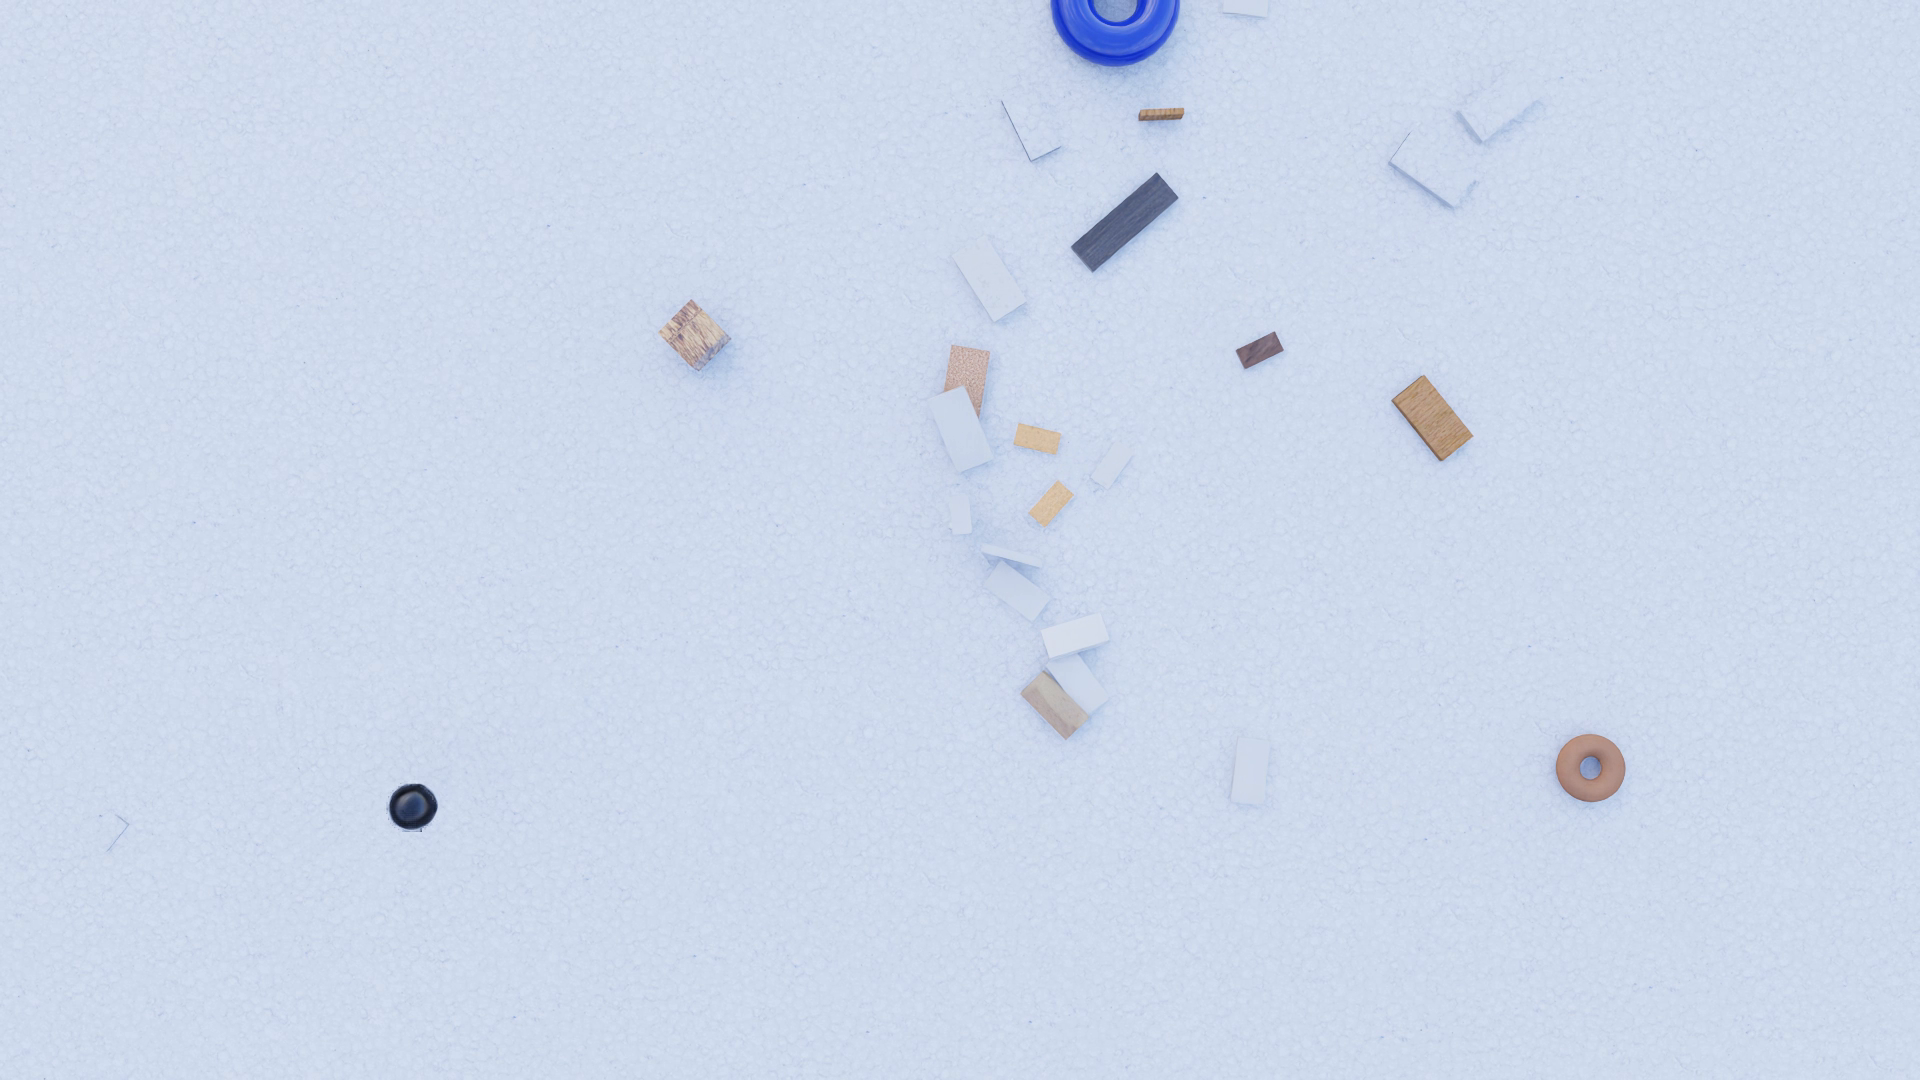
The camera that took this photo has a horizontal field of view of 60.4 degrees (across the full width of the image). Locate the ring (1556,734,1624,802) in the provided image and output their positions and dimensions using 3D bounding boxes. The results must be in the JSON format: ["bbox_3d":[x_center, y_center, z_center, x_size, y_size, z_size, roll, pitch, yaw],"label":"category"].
[{"bbox_3d":[2.089,0.755,5.463,0.226,0.075,0.226,0,89,0],"label":"ring"}]

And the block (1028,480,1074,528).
[{"bbox_3d":[0.303,-0.120,5.490,0.073,0.021,0.147,42,90,0],"label":"block"}]

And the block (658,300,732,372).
[{"bbox_3d":[-0.870,-0.671,5.422,0.156,0.156,0.156,-45,90,0],"label":"block"}]

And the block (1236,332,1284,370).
[{"bbox_3d":[0.997,-0.631,5.490,0.143,0.020,0.072,-26,90,0],"label":"block"}]

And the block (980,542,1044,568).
[{"bbox_3d":[0.169,0.049,5.448,0.207,0.104,0.029,15,90,0],"label":"block"}]

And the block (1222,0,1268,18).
[{"bbox_3d":[0.950,-1.783,5.490,0.147,0.021,0.073,7,90,0],"label":"block"}]

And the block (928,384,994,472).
[{"bbox_3d":[0.003,-0.367,5.446,0.131,0.037,0.261,-22,102,7],"label":"block"}]

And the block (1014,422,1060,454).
[{"bbox_3d":[0.257,-0.336,5.490,0.147,0.021,0.073,14,90,0],"label":"block"}]

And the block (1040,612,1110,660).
[{"bbox_3d":[0.382,0.320,5.465,0.207,0.029,0.103,-17,65,0],"label":"block"}]

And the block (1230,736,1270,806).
[{"bbox_3d":[0.965,0.766,5.485,0.108,0.031,0.216,7,90,0],"label":"block"}]

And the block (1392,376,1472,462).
[{"bbox_3d":[1.569,-0.405,5.482,0.131,0.037,0.261,-39,90,0],"label":"block"}]

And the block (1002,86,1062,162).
[{"bbox_3d":[0.237,-1.384,5.484,0.112,0.032,0.224,-26,90,0],"label":"block"}]

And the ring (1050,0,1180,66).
[{"bbox_3d":[0.511,-1.774,5.429,0.433,0.144,0.433,0,89,-1],"label":"ring"}]

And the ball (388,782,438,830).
[{"bbox_3d":[-1.799,0.876,5.423,0.155,0.155,0.155,0,90,0],"label":"ball"}]

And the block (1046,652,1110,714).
[{"bbox_3d":[0.391,0.469,5.485,0.108,0.031,0.216,-37,90,0],"label":"block"}]

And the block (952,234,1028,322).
[{"bbox_3d":[0.097,-0.867,5.482,0.130,0.037,0.261,-33,90,0],"label":"block"}]

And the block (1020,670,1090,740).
[{"bbox_3d":[0.314,0.547,5.468,0.216,0.031,0.108,45,104,2],"label":"block"}]

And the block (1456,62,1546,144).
[{"bbox_3d":[1.798,-1.453,5.482,0.267,0.037,0.131,-38,90,0],"label":"block"}]

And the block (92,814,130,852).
[{"bbox_3d":[-2.826,0.975,5.492,0.057,0.016,0.114,39,90,0],"label":"block"}]

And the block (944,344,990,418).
[{"bbox_3d":[0.014,-0.507,5.482,0.131,0.037,0.261,10,90,0],"label":"block"}]

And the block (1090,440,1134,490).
[{"bbox_3d":[0.506,-0.250,5.490,0.072,0.020,0.153,35,90,0],"label":"block"}]

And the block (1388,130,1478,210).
[{"bbox_3d":[1.569,-1.232,5.482,0.261,0.037,0.131,35,90,0],"label":"block"}]

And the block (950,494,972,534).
[{"bbox_3d":[0.002,-0.084,5.363,0.064,0.018,0.128,-5,90,0],"label":"block"}]

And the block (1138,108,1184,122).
[{"bbox_3d":[0.666,-1.410,5.464,0.143,0.072,0.020,-2,90,0],"label":"block"}]

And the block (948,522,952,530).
[{"bbox_3d":[-0.004,-0.044,5.436,0.064,0.128,0.018,4,88,0],"label":"block"}]

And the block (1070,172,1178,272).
[{"bbox_3d":[0.547,-1.055,5.484,0.376,0.032,0.112,-41,90,0],"label":"block"}]

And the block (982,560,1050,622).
[{"bbox_3d":[0.189,0.169,5.485,0.207,0.029,0.104,37,90,0],"label":"block"}]
